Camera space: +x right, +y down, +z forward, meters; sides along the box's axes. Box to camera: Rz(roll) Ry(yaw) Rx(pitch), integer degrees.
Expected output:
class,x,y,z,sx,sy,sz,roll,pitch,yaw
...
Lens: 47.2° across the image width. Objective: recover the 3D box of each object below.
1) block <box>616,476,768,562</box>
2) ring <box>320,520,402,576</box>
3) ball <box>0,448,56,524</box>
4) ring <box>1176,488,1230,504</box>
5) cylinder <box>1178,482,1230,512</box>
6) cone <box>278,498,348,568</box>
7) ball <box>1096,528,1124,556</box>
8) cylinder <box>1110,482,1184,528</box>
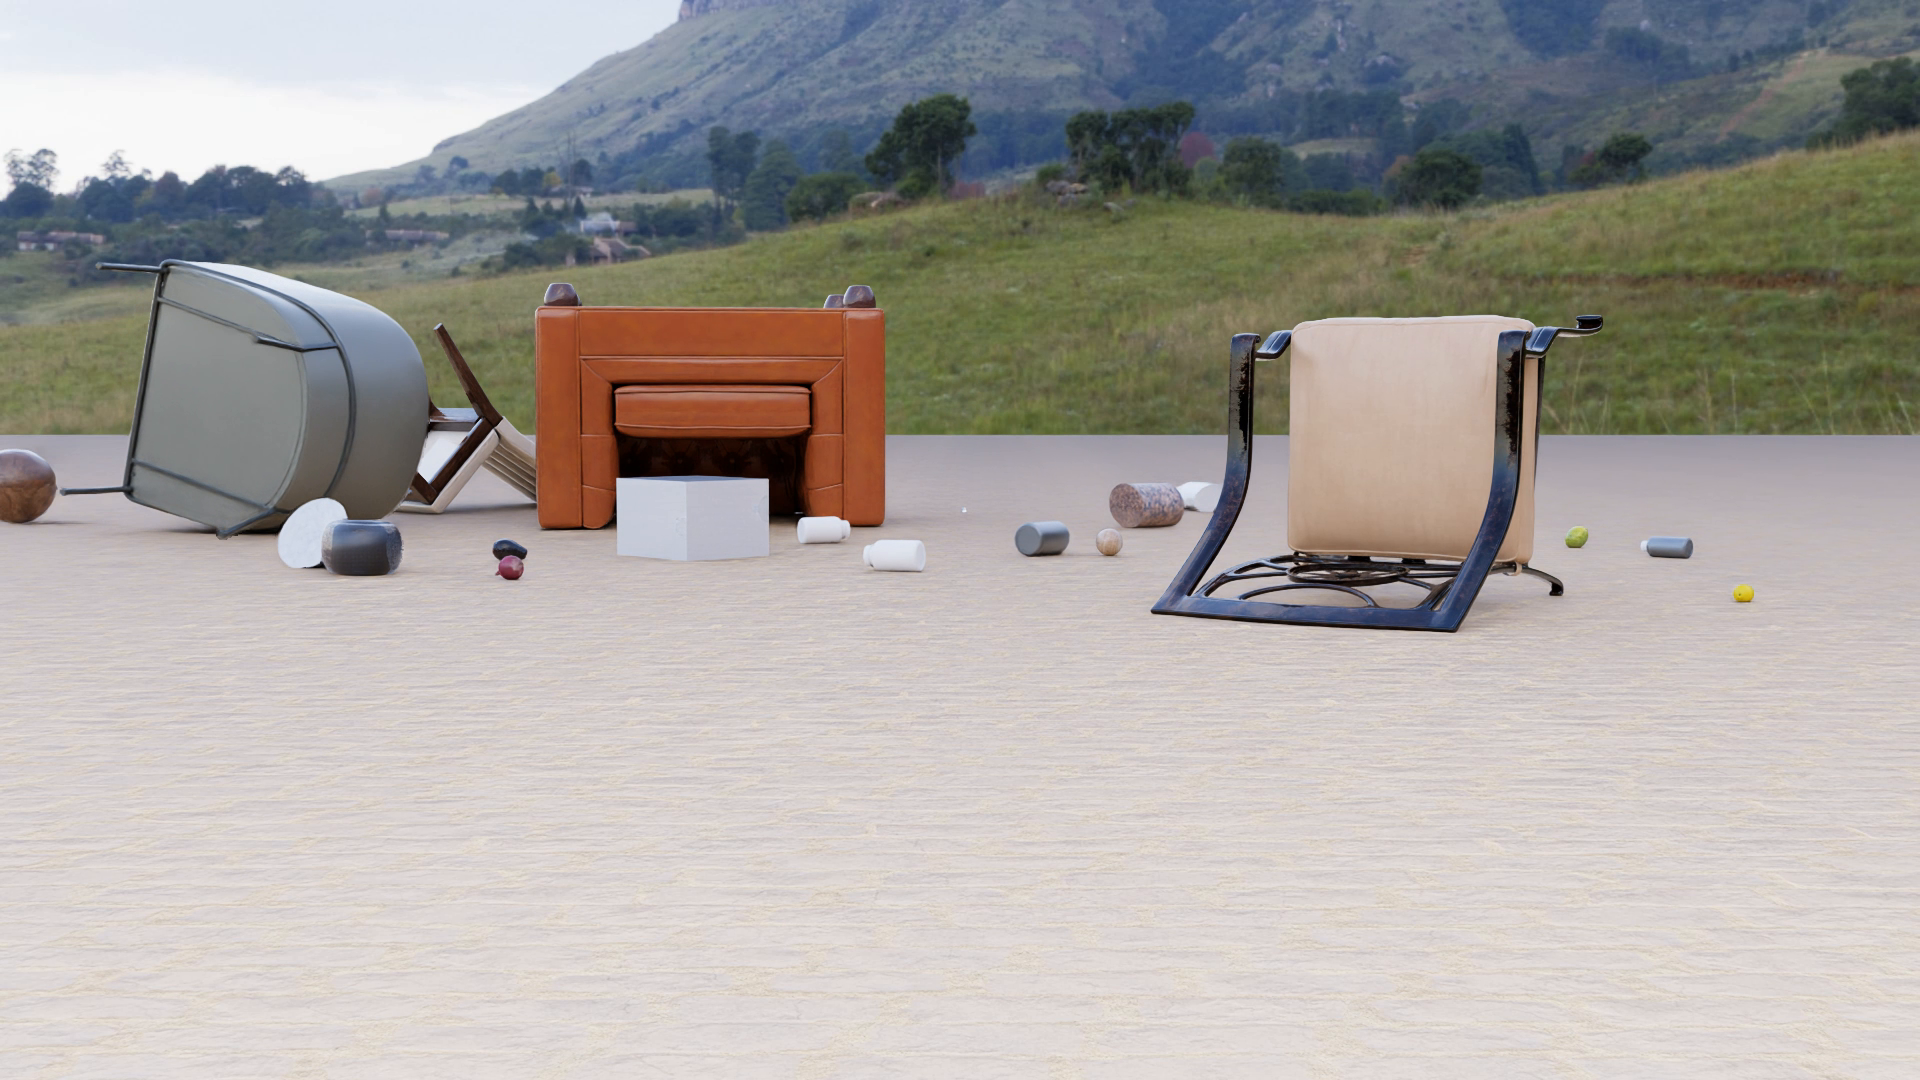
class,x,y,z,sx,sy,sz,roll,pitch,yaw
block,-0.723,-0.063,5.947,0.270,0.207,0.323,-4,5,-42
ring,-1.460,0.019,5.366,0.186,0.127,0.244,0,5,-34
ball,-3.150,-0.180,7.341,0.250,0.250,0.250,0,4,0
ring,0.924,-0.167,8.531,0.270,0.062,0.144,2,6,35
cylinder,0.891,-0.161,8.153,0.145,0.094,0.201,-22,10,-15
cone,-1.585,0.020,5.619,0.216,0.186,0.211,-16,-27,20
ball,0.402,0.006,5.920,0.074,0.074,0.074,0,4,0
cylinder,0.608,-0.114,7.161,0.178,0.139,0.170,-3,25,-38
